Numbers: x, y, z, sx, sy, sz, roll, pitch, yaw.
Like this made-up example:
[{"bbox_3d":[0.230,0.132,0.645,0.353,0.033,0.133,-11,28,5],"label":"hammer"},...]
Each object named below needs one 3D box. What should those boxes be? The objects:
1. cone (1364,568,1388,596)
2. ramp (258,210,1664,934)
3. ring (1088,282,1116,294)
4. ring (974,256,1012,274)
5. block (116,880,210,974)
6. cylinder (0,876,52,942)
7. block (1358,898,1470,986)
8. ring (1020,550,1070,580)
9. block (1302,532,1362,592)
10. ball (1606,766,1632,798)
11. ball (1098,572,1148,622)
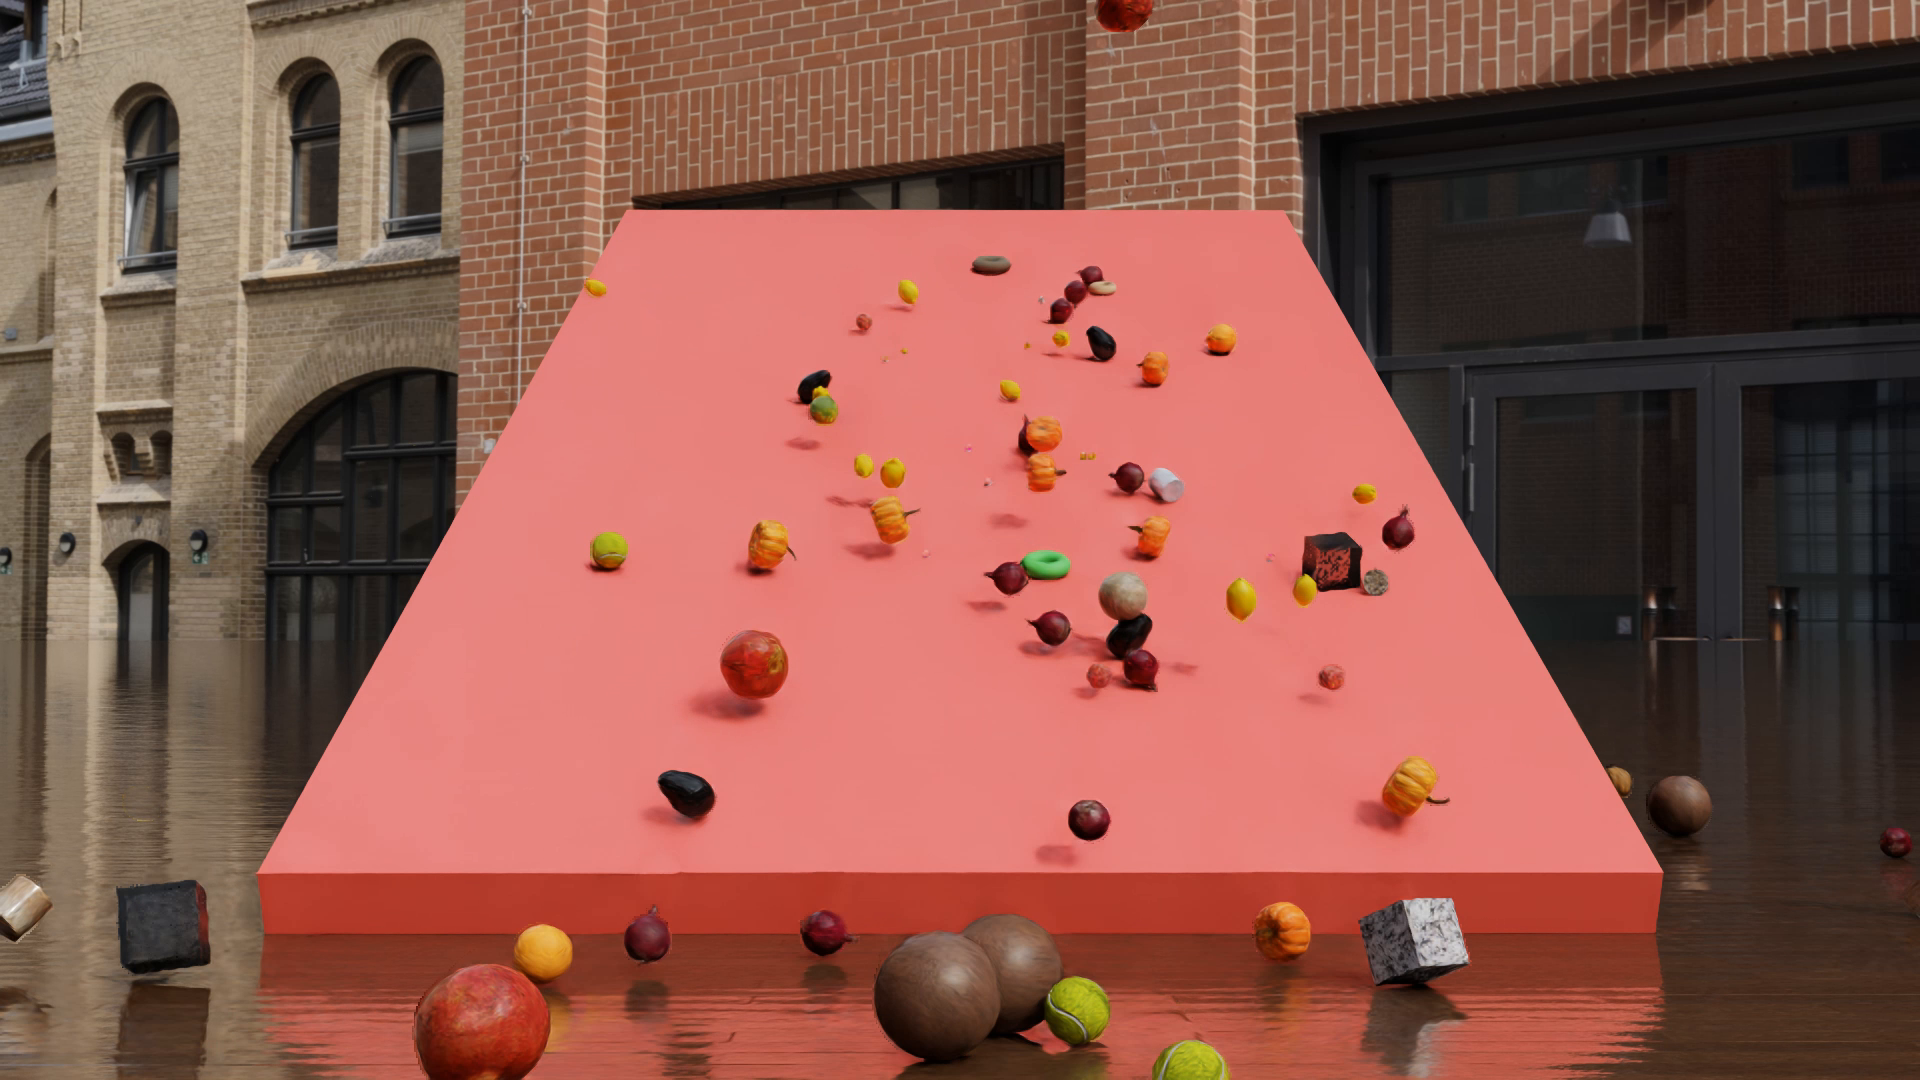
[{"bbox_3d":[0.756,0.080,4.221,0.050,0.050,0.050,1,-6,-13],"label":"cone"},{"bbox_3d":[-0.006,-0.219,5.136,2.000,0.100,4.000,0,22,0],"label":"ramp"},{"bbox_3d":[0.380,-0.671,6.104,0.077,0.026,0.077,-1,18,0],"label":"ring"},{"bbox_3d":[0.089,-0.758,6.311,0.106,0.035,0.106,0,21,0],"label":"ring"},{"bbox_3d":[-0.988,0.481,2.845,0.092,0.092,0.092,-6,-17,-12],"label":"block"},{"bbox_3d":[-1.234,0.483,3.001,0.060,0.060,0.060,-2,35,41],"label":"cylinder"},{"bbox_3d":[0.553,0.490,2.795,0.083,0.083,0.083,5,-27,-33],"label":"block"},{"bbox_3d":[0.160,0.047,4.291,0.094,0.031,0.094,1,22,0],"label":"ring"},{"bbox_3d":[0.688,0.040,4.243,0.080,0.080,0.080,-5,22,-14],"label":"block"},{"bbox_3d":[1.183,0.437,4.134,0.056,0.056,0.056,0,-2,0],"label":"ball"},{"bbox_3d":[0.278,0.096,3.913,0.086,0.086,0.086,0,-2,0],"label":"ball"}]
